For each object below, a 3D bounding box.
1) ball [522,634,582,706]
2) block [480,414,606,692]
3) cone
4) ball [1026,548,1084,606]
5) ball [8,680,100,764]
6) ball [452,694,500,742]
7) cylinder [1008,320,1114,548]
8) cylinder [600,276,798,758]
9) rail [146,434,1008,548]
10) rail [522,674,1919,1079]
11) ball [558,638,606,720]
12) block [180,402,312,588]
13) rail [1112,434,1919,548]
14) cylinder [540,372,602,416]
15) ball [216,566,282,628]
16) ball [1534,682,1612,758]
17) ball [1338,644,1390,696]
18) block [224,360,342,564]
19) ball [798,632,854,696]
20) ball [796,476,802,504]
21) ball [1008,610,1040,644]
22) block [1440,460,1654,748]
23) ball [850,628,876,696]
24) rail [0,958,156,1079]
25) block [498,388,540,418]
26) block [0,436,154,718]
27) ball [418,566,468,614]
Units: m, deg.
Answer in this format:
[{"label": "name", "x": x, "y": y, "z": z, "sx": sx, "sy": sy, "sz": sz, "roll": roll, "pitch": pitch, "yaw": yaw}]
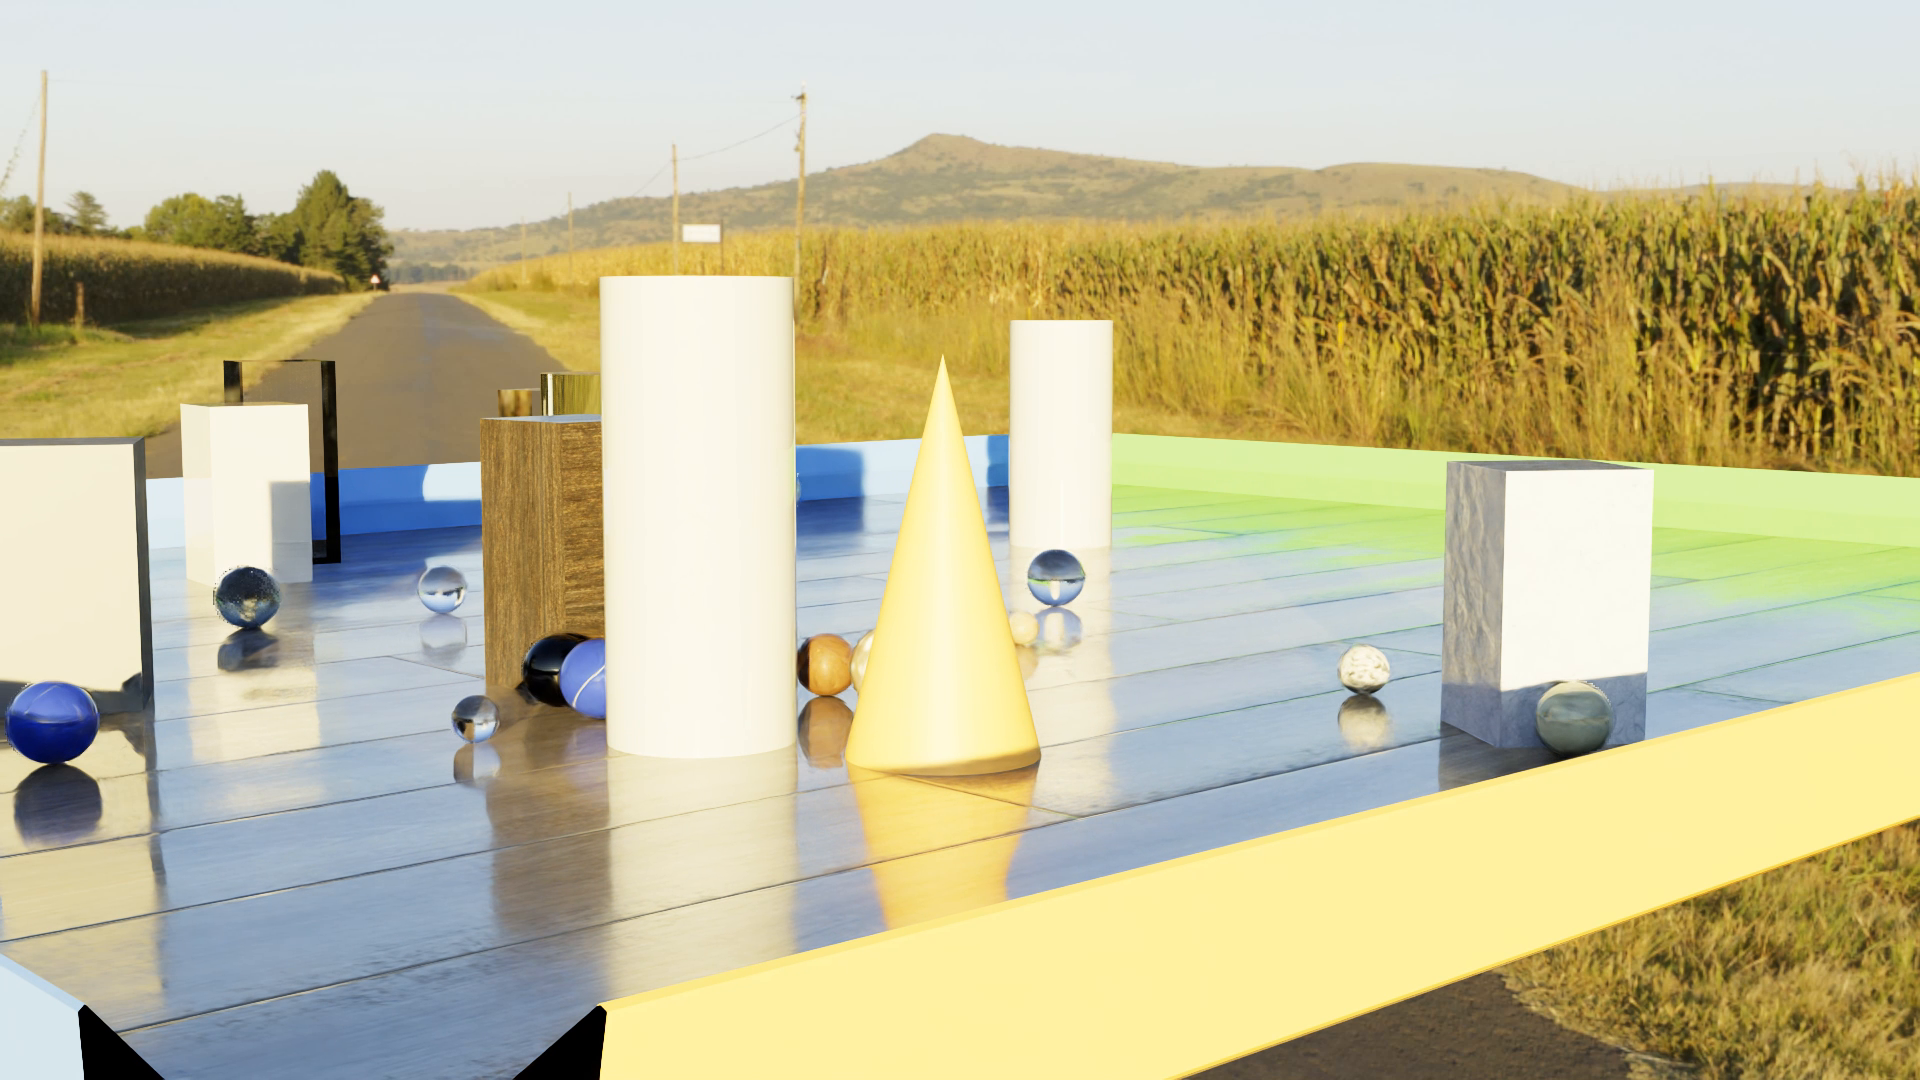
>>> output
[{"label": "ball", "x": -0.452, "y": 0.147, "z": 2.480, "sx": 0.083, "sy": 0.083, "sz": 0.083, "roll": 0, "pitch": 6, "yaw": 0}, {"label": "block", "x": -0.457, "y": 0.013, "z": 2.624, "sx": 0.159, "sy": 0.318, "sz": 0.159, "roll": 5, "pitch": 8, "yaw": 42}, {"label": "cone", "x": -0.017, "y": 0.016, "z": 2.191, "sx": 0.198, "sy": 0.402, "sz": 0.198, "roll": 0, "pitch": 6, "yaw": 0}, {"label": "ball", "x": 0.144, "y": 0.056, "z": 3.317, "sx": 0.088, "sy": 0.088, "sz": 0.088, "roll": 0, "pitch": 6, "yaw": 0}, {"label": "ball", "x": -0.892, "y": 0.179, "z": 2.164, "sx": 0.084, "sy": 0.084, "sz": 0.084, "roll": 0, "pitch": 6, "yaw": 0}, {"label": "ball", "x": -0.501, "y": 0.185, "z": 2.275, "sx": 0.050, "sy": 0.050, "sz": 0.050, "roll": 0, "pitch": 6, "yaw": 0}, {"label": "cylinder", "x": 0.193, "y": -0.206, "z": 4.205, "sx": 0.198, "sy": 0.426, "sz": 0.198, "roll": 0, "pitch": 6, "yaw": 0}, {"label": "cylinder", "x": -0.268, "y": -0.030, "z": 2.269, "sx": 0.198, "sy": 0.478, "sz": 0.198, "roll": 0, "pitch": 6, "yaw": 0}, {"label": "rail", "x": -1.075, "y": -0.087, "z": 4.491, "sx": 3.761, "sy": 0.129, "sz": 0.045, "roll": -5, "pitch": 8, "yaw": -42}, {"label": "rail", "x": 1.075, "y": 0.154, "z": 2.173, "sx": 3.761, "sy": 0.129, "sz": 0.045, "roll": -5, "pitch": 8, "yaw": -42}, {"label": "ball", "x": -0.393, "y": 0.151, "z": 2.404, "sx": 0.089, "sy": 0.089, "sz": 0.089, "roll": 0, "pitch": 6, "yaw": 0}, {"label": "block", "x": -1.180, "y": -0.079, "z": 3.636, "sx": 0.159, "sy": 0.291, "sz": 0.159, "roll": -4, "pitch": 7, "yaw": -35}, {"label": "rail", "x": 1.365, "y": -0.097, "z": 4.584, "sx": 0.045, "sy": 0.129, "sz": 3.219, "roll": -5, "pitch": 8, "yaw": -42}, {"label": "cylinder", "x": -0.494, "y": -0.059, "z": 3.131, "sx": 0.198, "sy": 0.357, "sz": 0.198, "roll": 0, "pitch": 6, "yaw": 0}, {"label": "ball", "x": -1.000, "y": 0.080, "z": 3.090, "sx": 0.088, "sy": 0.088, "sz": 0.088, "roll": 0, "pitch": 6, "yaw": 0}, {"label": "ball", "x": 0.613, "y": 0.180, "z": 2.199, "sx": 0.075, "sy": 0.075, "sz": 0.075, "roll": 0, "pitch": 6, "yaw": 0}, {"label": "ball", "x": 0.469, "y": 0.151, "z": 2.555, "sx": 0.058, "sy": 0.058, "sz": 0.058, "roll": 0, "pitch": 6, "yaw": 0}, {"label": "block", "x": -1.205, "y": -0.140, "z": 3.907, "sx": 0.159, "sy": 0.357, "sz": 0.159, "roll": -3, "pitch": 7, "yaw": -29}, {"label": "ball", "x": -0.155, "y": 0.144, "z": 2.547, "sx": 0.074, "sy": 0.074, "sz": 0.074, "roll": 0, "pitch": 6, "yaw": 0}, {"label": "ball", "x": -0.399, "y": -0.110, "z": 4.885, "sx": 0.095, "sy": 0.095, "sz": 0.095, "roll": 0, "pitch": 6, "yaw": 0}, {"label": "ball", "x": 0.083, "y": 0.117, "z": 2.939, "sx": 0.046, "sy": 0.046, "sz": 0.046, "roll": 0, "pitch": 6, "yaw": 0}, {"label": "block", "x": 0.616, "y": 0.062, "z": 2.322, "sx": 0.159, "sy": 0.283, "sz": 0.159, "roll": -1, "pitch": 6, "yaw": -9}, {"label": "ball", "x": -0.073, "y": 0.142, "z": 2.442, "sx": 0.099, "sy": 0.099, "sz": 0.099, "roll": 0, "pitch": 6, "yaw": 0}, {"label": "rail", "x": -1.365, "y": 0.164, "z": 2.079, "sx": 0.045, "sy": 0.129, "sz": 3.219, "roll": -5, "pitch": 8, "yaw": -42}, {"label": "block", "x": -0.713, "y": -0.119, "z": 3.954, "sx": 0.159, "sy": 0.304, "sz": 0.159, "roll": 4, "pitch": 7, "yaw": 31}, {"label": "block", "x": -1.009, "y": 0.037, "z": 2.493, "sx": 0.159, "sy": 0.298, "sz": 0.159, "roll": -2, "pitch": 6, "yaw": -16}, {"label": "ball", "x": -0.763, "y": 0.073, "z": 3.244, "sx": 0.071, "sy": 0.071, "sz": 0.071, "roll": 0, "pitch": 6, "yaw": 0}]
